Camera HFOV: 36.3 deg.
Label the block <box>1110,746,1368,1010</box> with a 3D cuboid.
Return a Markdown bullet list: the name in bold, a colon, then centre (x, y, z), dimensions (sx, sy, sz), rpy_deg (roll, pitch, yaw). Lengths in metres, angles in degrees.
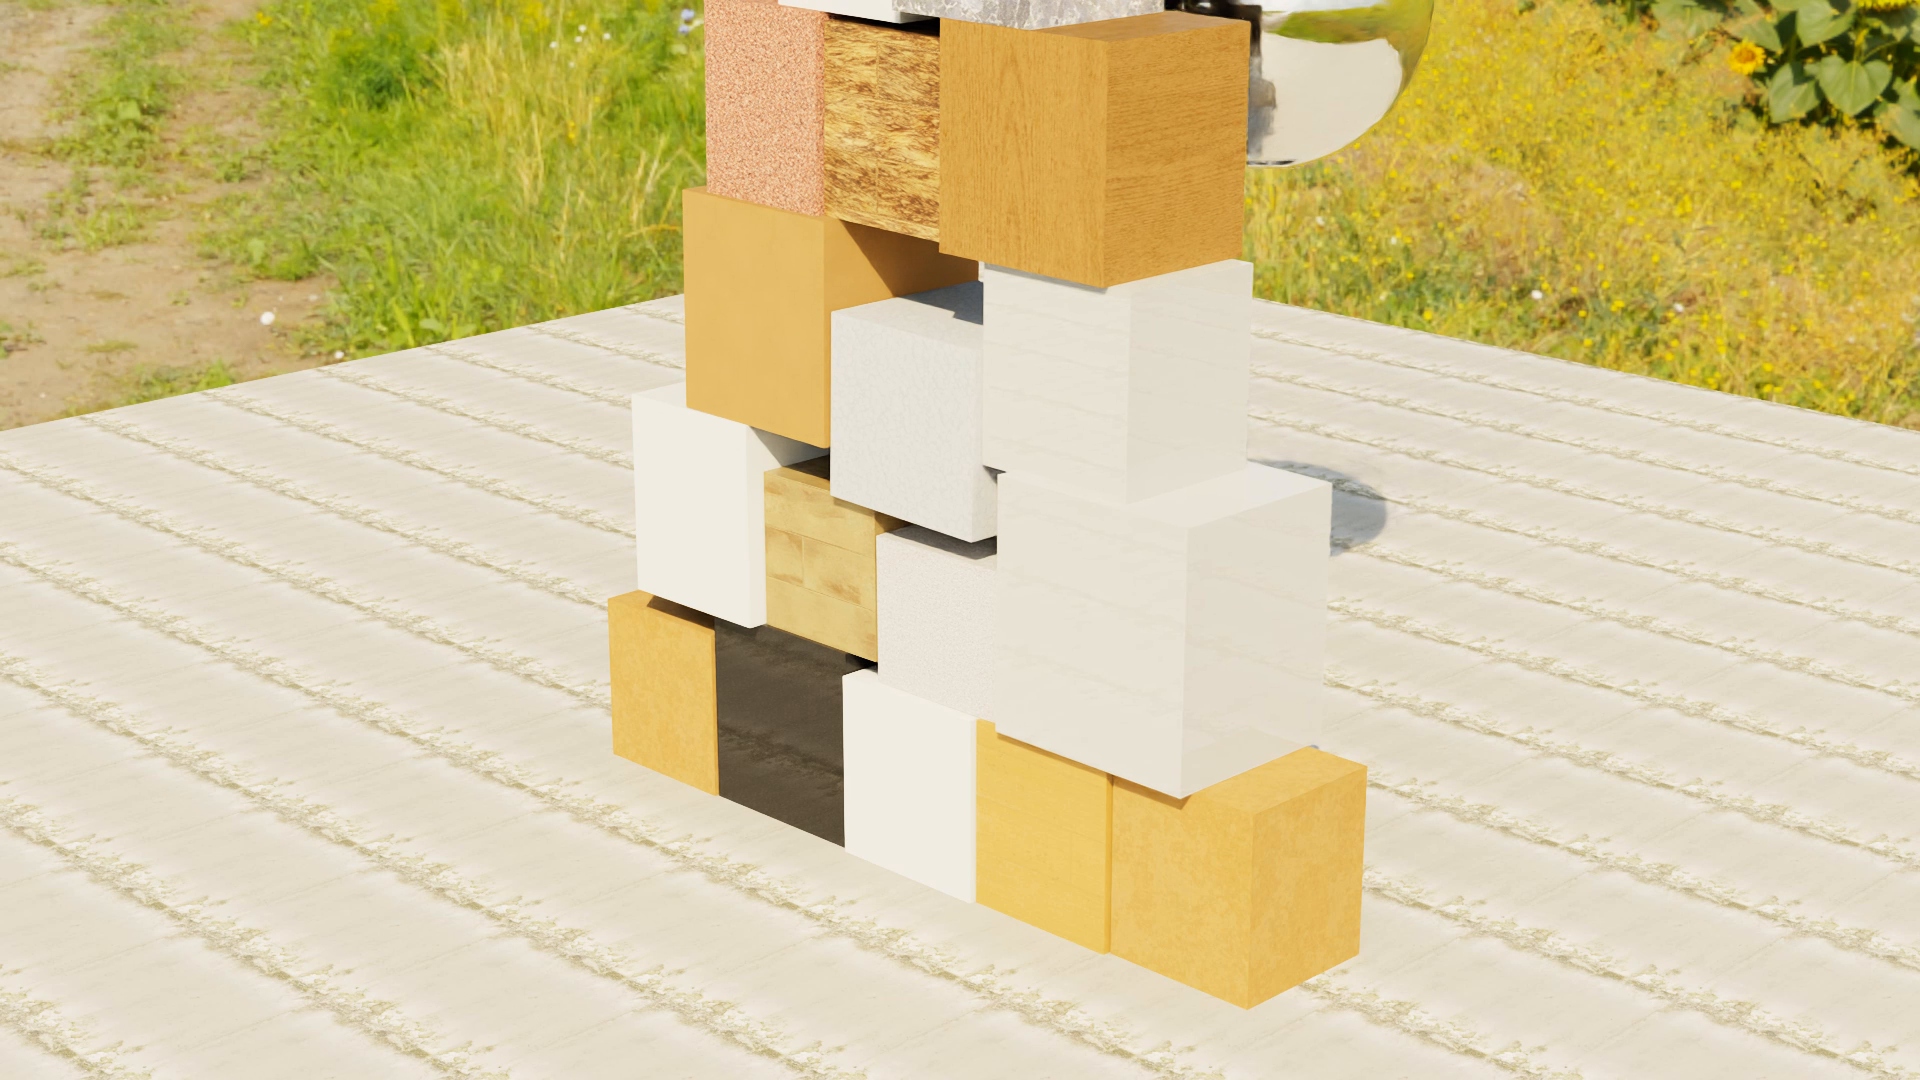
- **block**: centre (1.186, 1.370, 12.527), dimensions (0.753, 0.874, 0.764), rpy_deg (-17, 24, -42)

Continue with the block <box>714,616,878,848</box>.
- **block**: centre (-0.570, 0.803, 14.172), dimensions (0.802, 0.970, 0.926), rpy_deg (-17, 24, -42)

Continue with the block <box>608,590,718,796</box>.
- **block**: centre (-1.165, 0.679, 14.800), dimensions (0.891, 0.831, 0.795), rpy_deg (-17, 24, -42)

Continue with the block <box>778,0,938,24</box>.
- **block**: centre (-0.247, -2.774, 12.757), dimensions (0.773, 0.892, 0.771), rpy_deg (-17, 25, -42)

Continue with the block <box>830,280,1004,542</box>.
- **block**: centre (0.064, -0.596, 13.104), dimensions (0.914, 0.852, 0.898), rpy_deg (-17, 25, -42)

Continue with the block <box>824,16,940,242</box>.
- **block**: centre (-0.050, -1.834, 12.823), dimensions (0.768, 0.860, 0.768), rpy_deg (18, 25, 42)

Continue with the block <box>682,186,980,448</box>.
- **block**: centre (-0.598, -1.114, 13.644), dimensions (0.974, 1.034, 0.960), rpy_deg (-17, 25, -42)

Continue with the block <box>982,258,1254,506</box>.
- **block**: centre (0.660, -0.739, 12.392), dimensions (0.765, 0.894, 0.824), rpy_deg (-17, 24, -42)

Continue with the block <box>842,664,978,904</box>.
- **block**: centre (0.068, 1.033, 13.601), dimensions (0.889, 0.873, 0.823), rpy_deg (-17, 24, -42)

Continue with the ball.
- **ball**: centre (1.467, -2.588, 14.066), dimensions (1.600, 1.600, 1.600), rpy_deg (0, 17, 0)

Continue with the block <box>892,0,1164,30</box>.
- **block**: centre (0.287, -2.617, 12.196), dimensions (0.814, 0.828, 0.801), rpy_deg (-17, 24, -42)

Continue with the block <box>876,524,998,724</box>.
- **block**: centre (0.193, 0.314, 13.256), dimensions (0.793, 0.701, 0.810), rpy_deg (-17, 24, -42)

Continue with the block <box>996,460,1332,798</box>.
- **block**: centre (0.859, 0.296, 12.537), dimensions (0.924, 1.163, 1.061), rpy_deg (-17, 24, -42)

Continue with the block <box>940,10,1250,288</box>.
- **block**: centre (0.553, -1.675, 12.233), dimensions (0.868, 0.985, 0.938), rpy_deg (-17, 24, -42)

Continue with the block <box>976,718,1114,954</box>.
- **block**: centre (0.648, 1.200, 13.064), dimensions (0.855, 0.877, 0.773), rpy_deg (-17, 24, -42)

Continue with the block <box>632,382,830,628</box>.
- **block**: centre (-0.945, -0.243, 14.239), dimensions (0.950, 0.985, 0.830), rpy_deg (-17, 24, -42)

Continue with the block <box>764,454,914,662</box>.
- **block**: centre (-0.383, 0.040, 13.732), dimensions (0.748, 0.749, 0.748), rpy_deg (-17, 24, -42)

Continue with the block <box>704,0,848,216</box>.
- **block**: centre (-0.591, -2.026, 13.330), dimensions (0.850, 0.894, 0.741), rpy_deg (-17, 25, -42)
